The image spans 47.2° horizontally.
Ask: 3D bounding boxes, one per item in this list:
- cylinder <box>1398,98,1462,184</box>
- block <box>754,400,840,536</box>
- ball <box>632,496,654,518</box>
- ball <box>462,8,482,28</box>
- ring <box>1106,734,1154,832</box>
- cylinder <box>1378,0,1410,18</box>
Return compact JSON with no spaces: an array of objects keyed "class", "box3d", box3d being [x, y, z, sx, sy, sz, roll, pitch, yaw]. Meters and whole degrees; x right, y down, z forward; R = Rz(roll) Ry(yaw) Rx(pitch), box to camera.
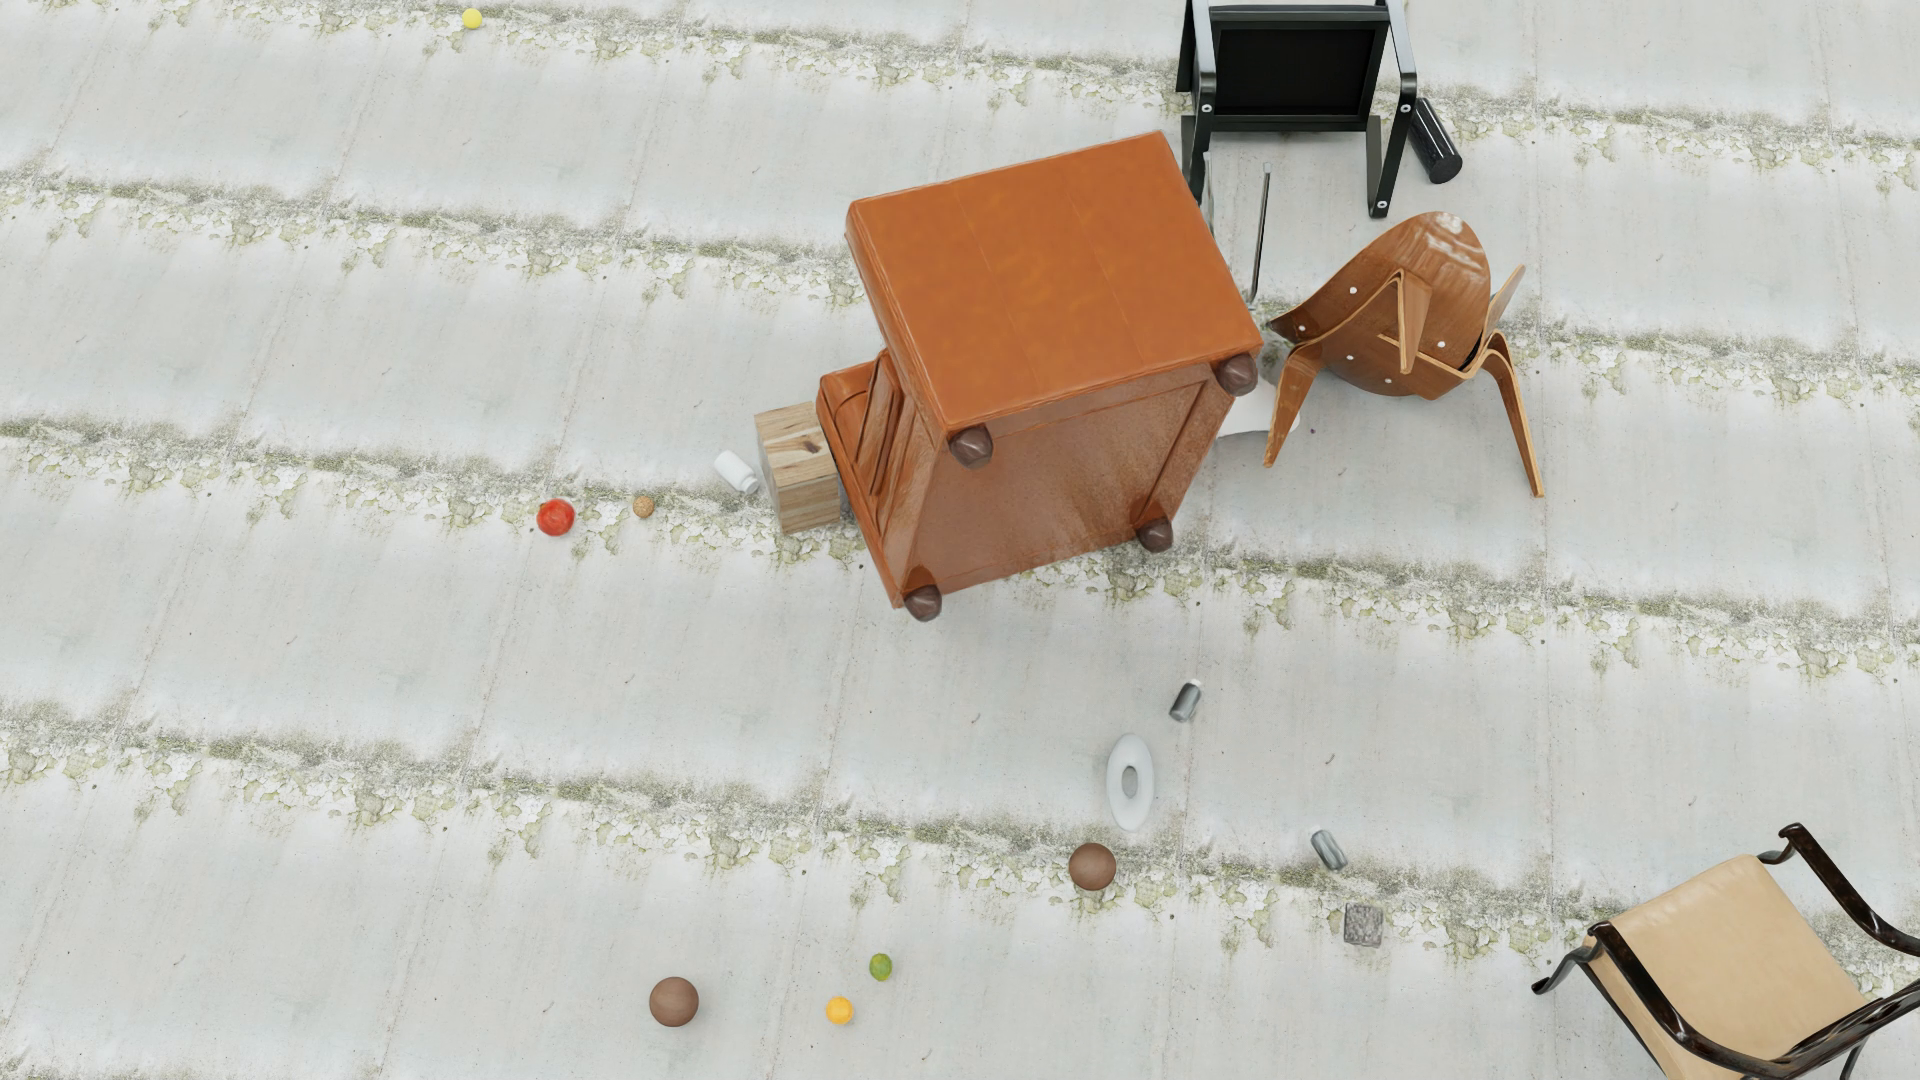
[{"class":"cylinder","box3d":[1.579,-1.343,7.394,0.117,0.136,0.275,-10,56,-14]},{"class":"block","box3d":[-0.485,-0.214,6.566,0.179,0.252,0.277,-15,57,-10]},{"class":"ball","box3d":[-0.950,-0.099,6.601,0.065,0.065,0.065,0,56,0]},{"class":"ball","box3d":[-1.723,-1.842,7.768,0.070,0.070,0.070,0,56,0]},{"class":"ring","box3d":[0.472,0.670,6.096,0.133,0.047,0.309,2,56,3]},{"class":"cylinder","box3d":[1.542,-1.901,7.811,0.080,0.061,0.088,26,41,18]}]
